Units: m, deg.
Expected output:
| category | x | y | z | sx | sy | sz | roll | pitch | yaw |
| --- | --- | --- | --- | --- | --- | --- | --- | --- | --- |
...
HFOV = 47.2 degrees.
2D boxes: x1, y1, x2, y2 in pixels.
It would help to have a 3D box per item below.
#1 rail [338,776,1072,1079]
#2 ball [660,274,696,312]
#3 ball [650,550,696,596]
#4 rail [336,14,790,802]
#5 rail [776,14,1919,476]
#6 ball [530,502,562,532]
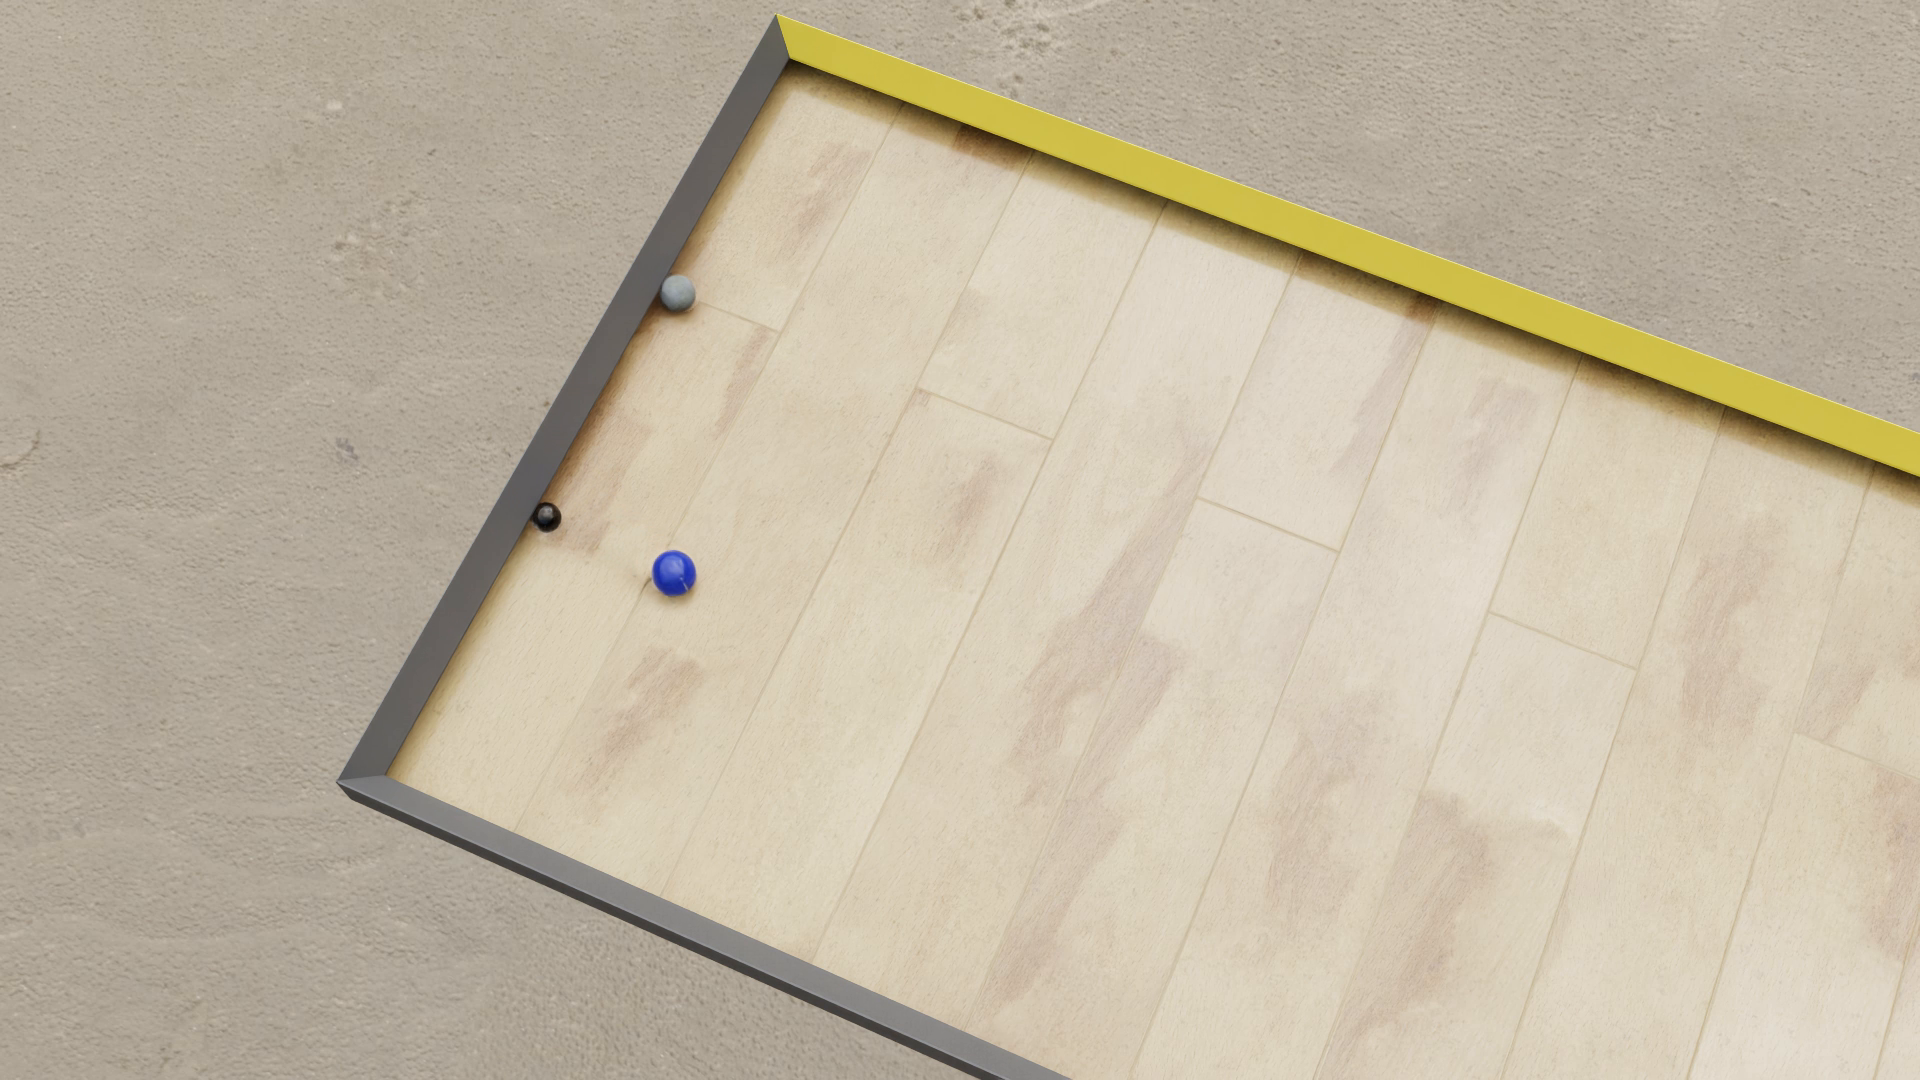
| category | x | y | z | sx | sy | sz | roll | pitch | yaw |
| --- | --- | --- | --- | --- | --- | --- | --- | --- | --- |
| rail | 0.333 | 0.870 | 3.132 | 2.754 | 0.094 | 0.045 | 22 | 69 | 9 |
| ball | -0.474 | -0.416 | 3.703 | 0.061 | 0.061 | 0.061 | 0 | 67 | 0 |
| ball | -0.455 | 0.052 | 3.496 | 0.072 | 0.072 | 0.072 | 0 | 67 | 0 |
| rail | -0.609 | -0.253 | 3.615 | 0.045 | 0.094 | 1.529 | 22 | 69 | 9 |
| rail | 0.928 | -0.377 | 3.667 | 2.754 | 0.094 | 0.045 | 22 | 69 | 9 |
| ball | -0.667 | -0.036 | 3.546 | 0.050 | 0.050 | 0.050 | 0 | 67 | 0 |
